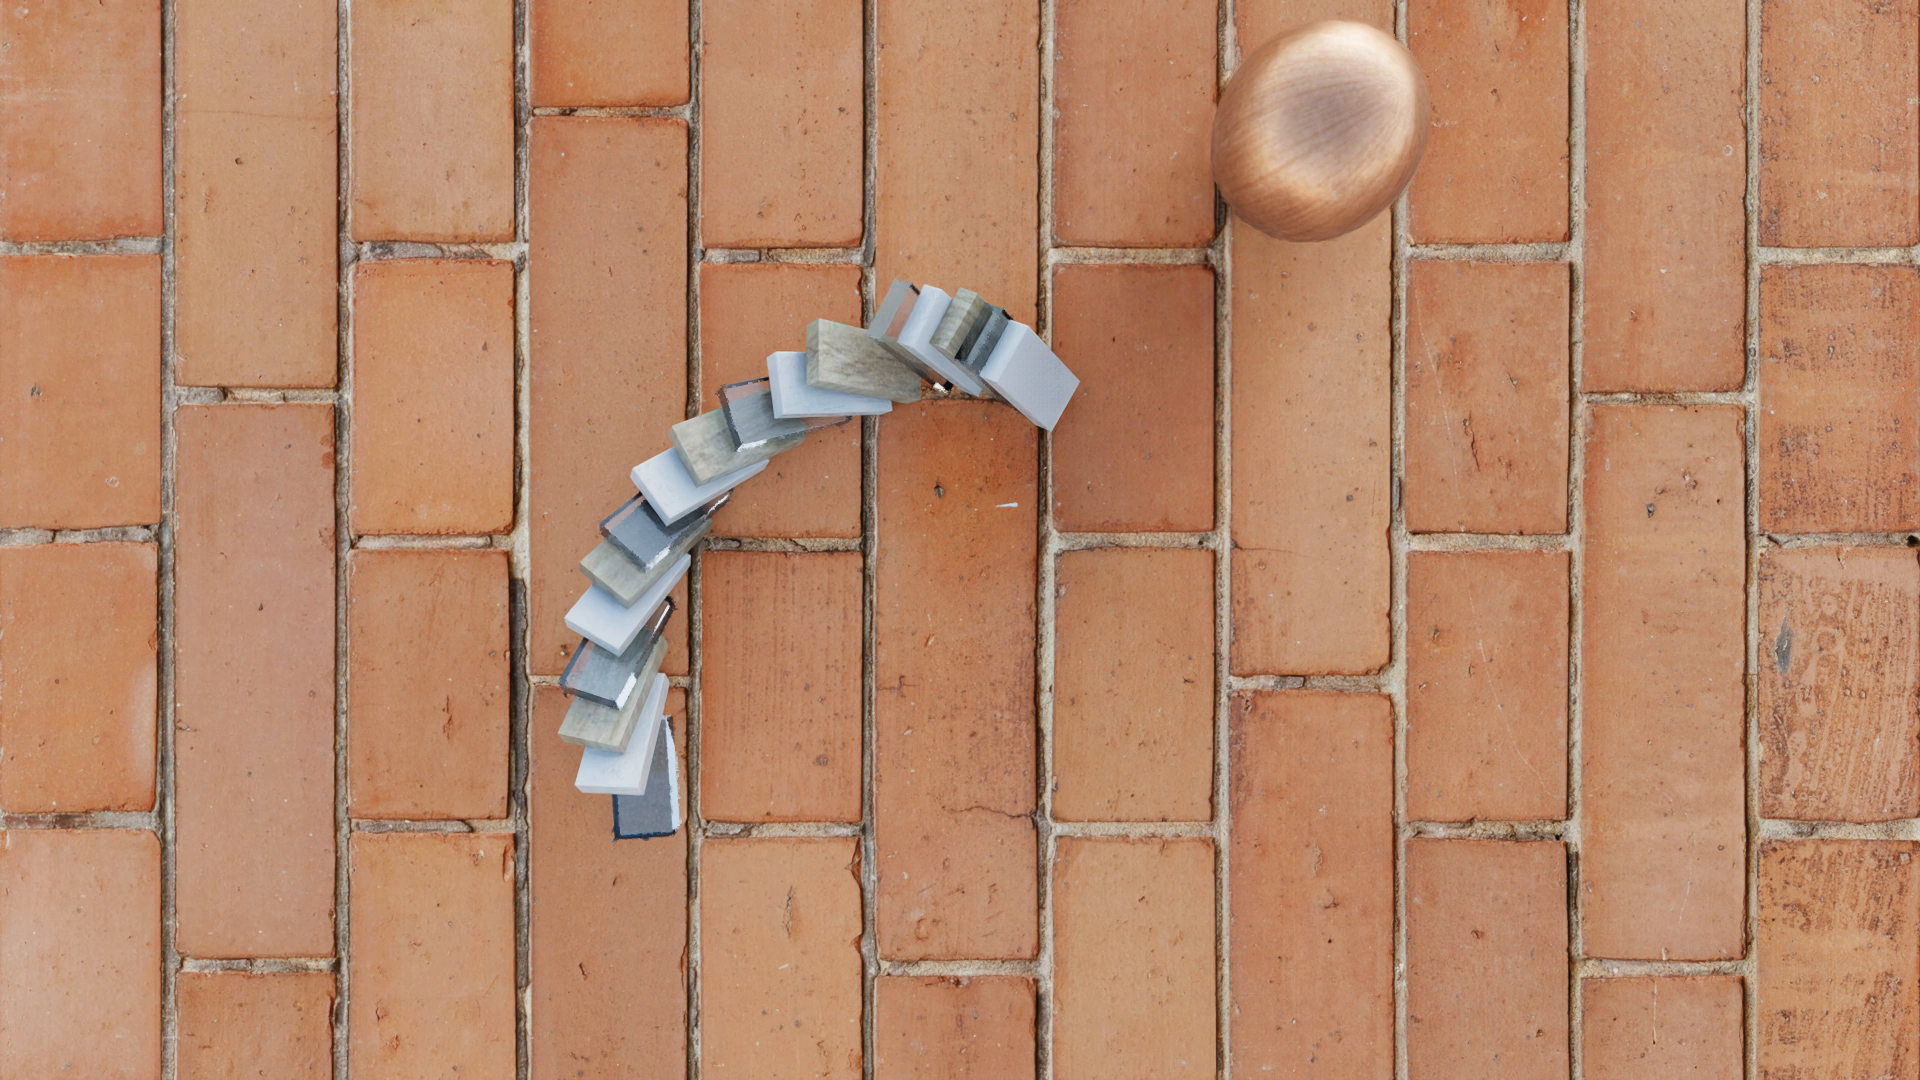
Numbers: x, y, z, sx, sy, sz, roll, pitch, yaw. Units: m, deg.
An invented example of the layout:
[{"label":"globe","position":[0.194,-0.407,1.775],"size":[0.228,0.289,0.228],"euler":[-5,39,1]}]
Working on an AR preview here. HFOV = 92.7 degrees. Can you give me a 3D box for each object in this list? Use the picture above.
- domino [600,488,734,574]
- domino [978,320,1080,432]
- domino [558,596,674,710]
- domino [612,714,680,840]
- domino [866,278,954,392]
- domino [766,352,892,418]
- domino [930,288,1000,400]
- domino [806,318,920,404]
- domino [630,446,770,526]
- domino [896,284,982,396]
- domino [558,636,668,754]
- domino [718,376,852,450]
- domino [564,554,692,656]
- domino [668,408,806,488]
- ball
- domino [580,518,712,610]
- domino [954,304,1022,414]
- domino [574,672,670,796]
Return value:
[{"label":"domino","position":[-0.122,-0.012,0.382],"size":[0.025,0.009,0.050],"euler":[41,58,2]},{"label":"domino","position":[0.030,-0.066,0.377],"size":[0.009,0.050,0.025],"euler":[30,90,36]},{"label":"domino","position":[-0.142,0.043,0.382],"size":[0.025,0.010,0.050],"euler":[17,57,3]},{"label":"domino","position":[-0.136,0.102,0.395],"size":[0.025,0.010,0.050],"euler":[-4,90,0]},{"label":"domino","position":[-0.015,-0.083,0.377],"size":[0.010,0.050,0.025],"euler":[26,89,36]},{"label":"domino","position":[-0.054,-0.065,0.382],"size":[0.050,0.010,0.025],"euler":[-7,90,-34]},{"label":"domino","position":[0.010,-0.079,0.377],"size":[0.009,0.050,0.025],"euler":[30,90,36]},{"label":"domino","position":[-0.039,-0.073,0.379],"size":[0.050,0.009,0.025],"euler":[4,83,-39]},{"label":"domino","position":[-0.108,-0.030,0.383],"size":[0.050,0.009,0.025],"euler":[-36,89,-31]},{"label":"domino","position":[-0.003,-0.081,0.377],"size":[0.009,0.050,0.025],"euler":[26,90,36]},{"label":"domino","position":[-0.144,0.062,0.382],"size":[0.025,0.009,0.050],"euler":[12,57,2]},{"label":"domino","position":[-0.073,-0.056,0.384],"size":[0.050,0.010,0.025],"euler":[-18,90,-29]},{"label":"domino","position":[-0.138,0.021,0.383],"size":[0.025,0.009,0.050],"euler":[30,58,0]},{"label":"domino","position":[-0.093,-0.043,0.383],"size":[0.050,0.010,0.025],"euler":[-28,90,-31]},{"label":"ball","position":[0.140,-0.159,0.360],"size":[0.080,0.080,0.080],"euler":[0,90,0]},{"label":"domino","position":[-0.130,0.002,0.383],"size":[0.025,0.010,0.050],"euler":[39,58,0]},{"label":"domino","position":[0.020,-0.073,0.377],"size":[0.009,0.050,0.025],"euler":[30,90,36]},{"label":"domino","position":[-0.140,0.080,0.382],"size":[0.025,0.010,0.050],"euler":[3,57,0]}]
